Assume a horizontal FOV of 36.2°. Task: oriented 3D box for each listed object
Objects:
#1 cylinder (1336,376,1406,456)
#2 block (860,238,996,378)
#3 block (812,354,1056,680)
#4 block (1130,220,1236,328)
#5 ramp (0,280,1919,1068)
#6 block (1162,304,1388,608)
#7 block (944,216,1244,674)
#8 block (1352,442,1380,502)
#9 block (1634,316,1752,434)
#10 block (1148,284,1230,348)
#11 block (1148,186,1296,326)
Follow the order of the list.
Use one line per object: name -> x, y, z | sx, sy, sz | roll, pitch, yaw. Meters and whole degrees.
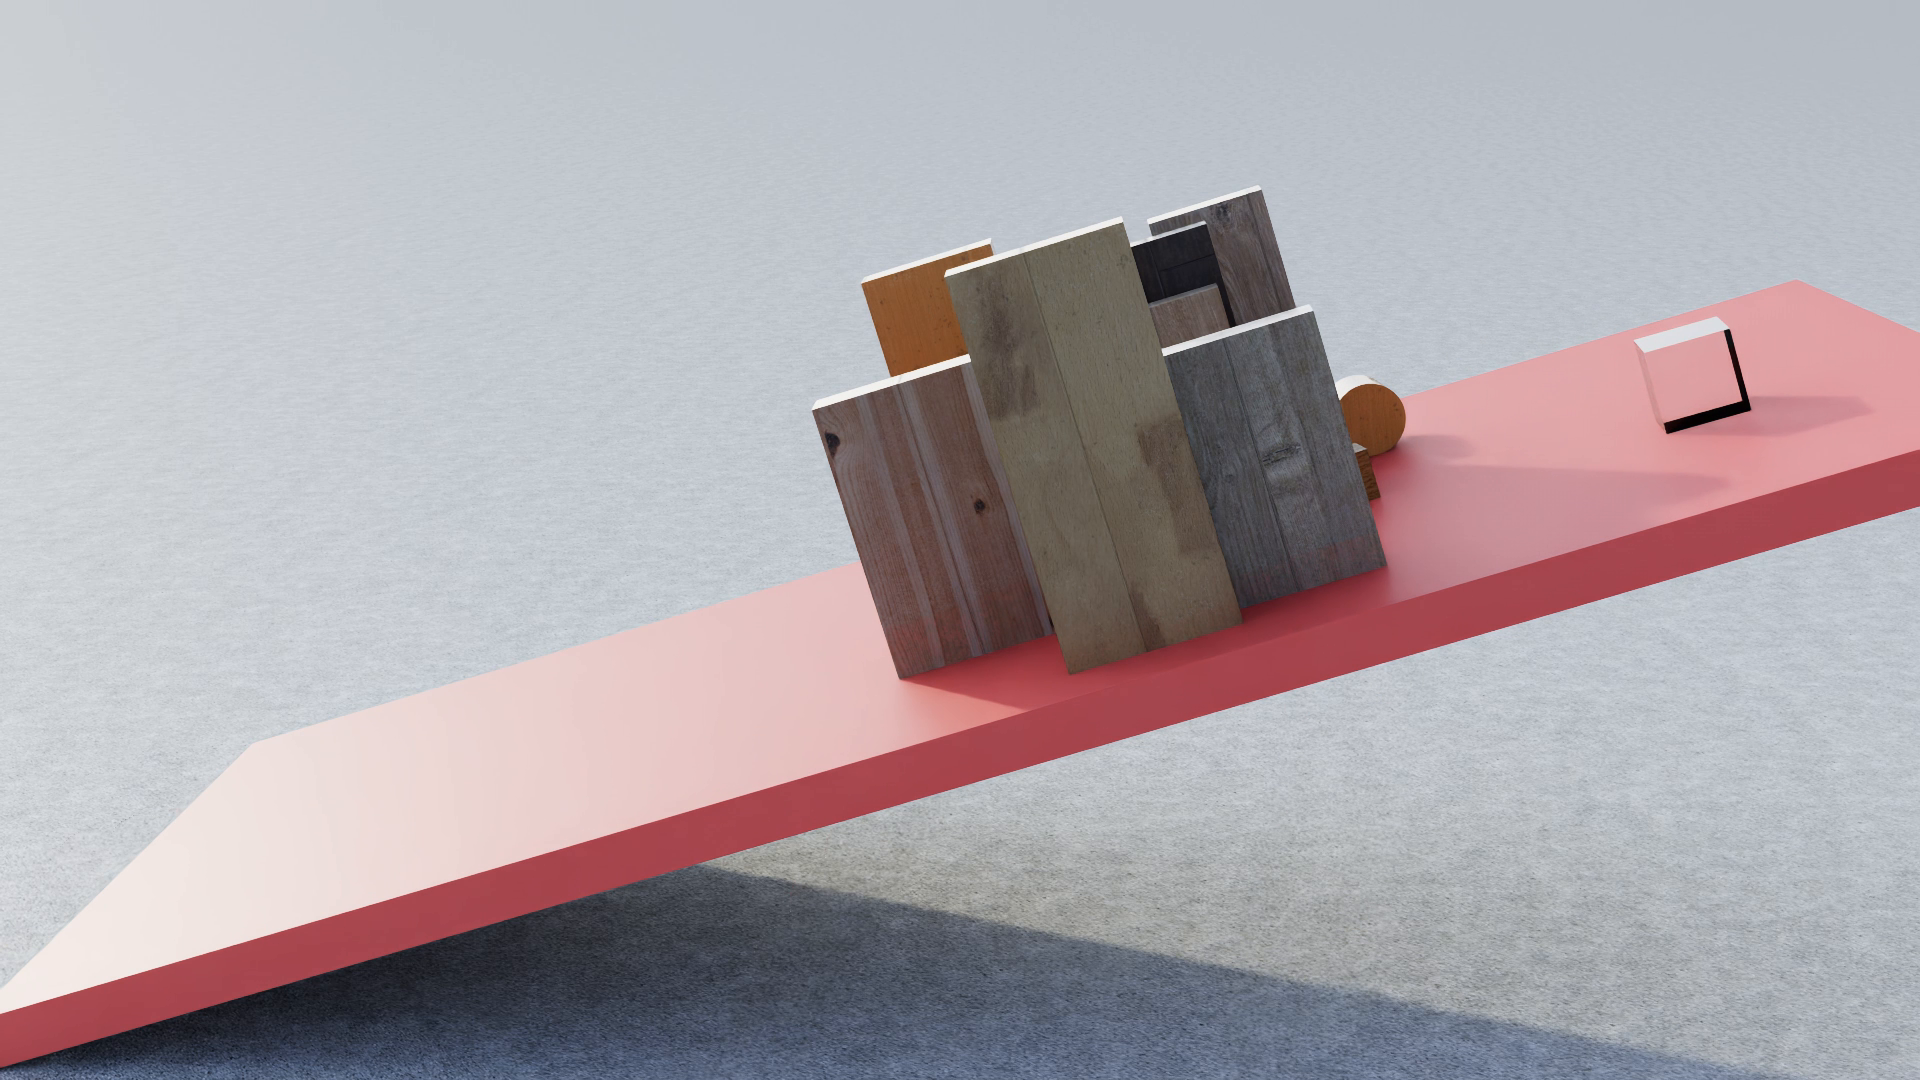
cylinder -> 0.915, -0.283, 6.670 | 0.164, 0.164, 0.164 | 0, 10, -2
block -> 0.024, -0.332, 6.951 | 0.315, 0.688, 0.134 | -17, 10, 5
block -> -0.018, -0.057, 5.887 | 0.393, 0.571, 0.128 | -17, 10, 5
block -> 0.412, -0.326, 6.425 | 0.445, 0.631, 0.081 | -17, 10, 5
ramp -> 0.097, 0.184, 6.314 | 4.000, 0.100, 2.000 | -17, 10, 5
block -> 0.530, -0.138, 5.576 | 0.428, 0.506, 0.101 | -17, 10, 5
block -> 0.251, -0.173, 5.460 | 0.339, 0.779, 0.114 | -17, 10, 5
block -> 0.810, -0.132, 6.201 | 0.107, 0.107, 0.107 | -18, 10, -3
block -> 1.483, -0.335, 5.960 | 0.172, 0.172, 0.172 | -16, 10, 9
block -> 0.455, -0.241, 6.207 | 0.334, 0.521, 0.084 | -17, 10, 5
block -> 0.639, -0.441, 6.594 | 0.259, 0.650, 0.119 | -17, 10, 5
